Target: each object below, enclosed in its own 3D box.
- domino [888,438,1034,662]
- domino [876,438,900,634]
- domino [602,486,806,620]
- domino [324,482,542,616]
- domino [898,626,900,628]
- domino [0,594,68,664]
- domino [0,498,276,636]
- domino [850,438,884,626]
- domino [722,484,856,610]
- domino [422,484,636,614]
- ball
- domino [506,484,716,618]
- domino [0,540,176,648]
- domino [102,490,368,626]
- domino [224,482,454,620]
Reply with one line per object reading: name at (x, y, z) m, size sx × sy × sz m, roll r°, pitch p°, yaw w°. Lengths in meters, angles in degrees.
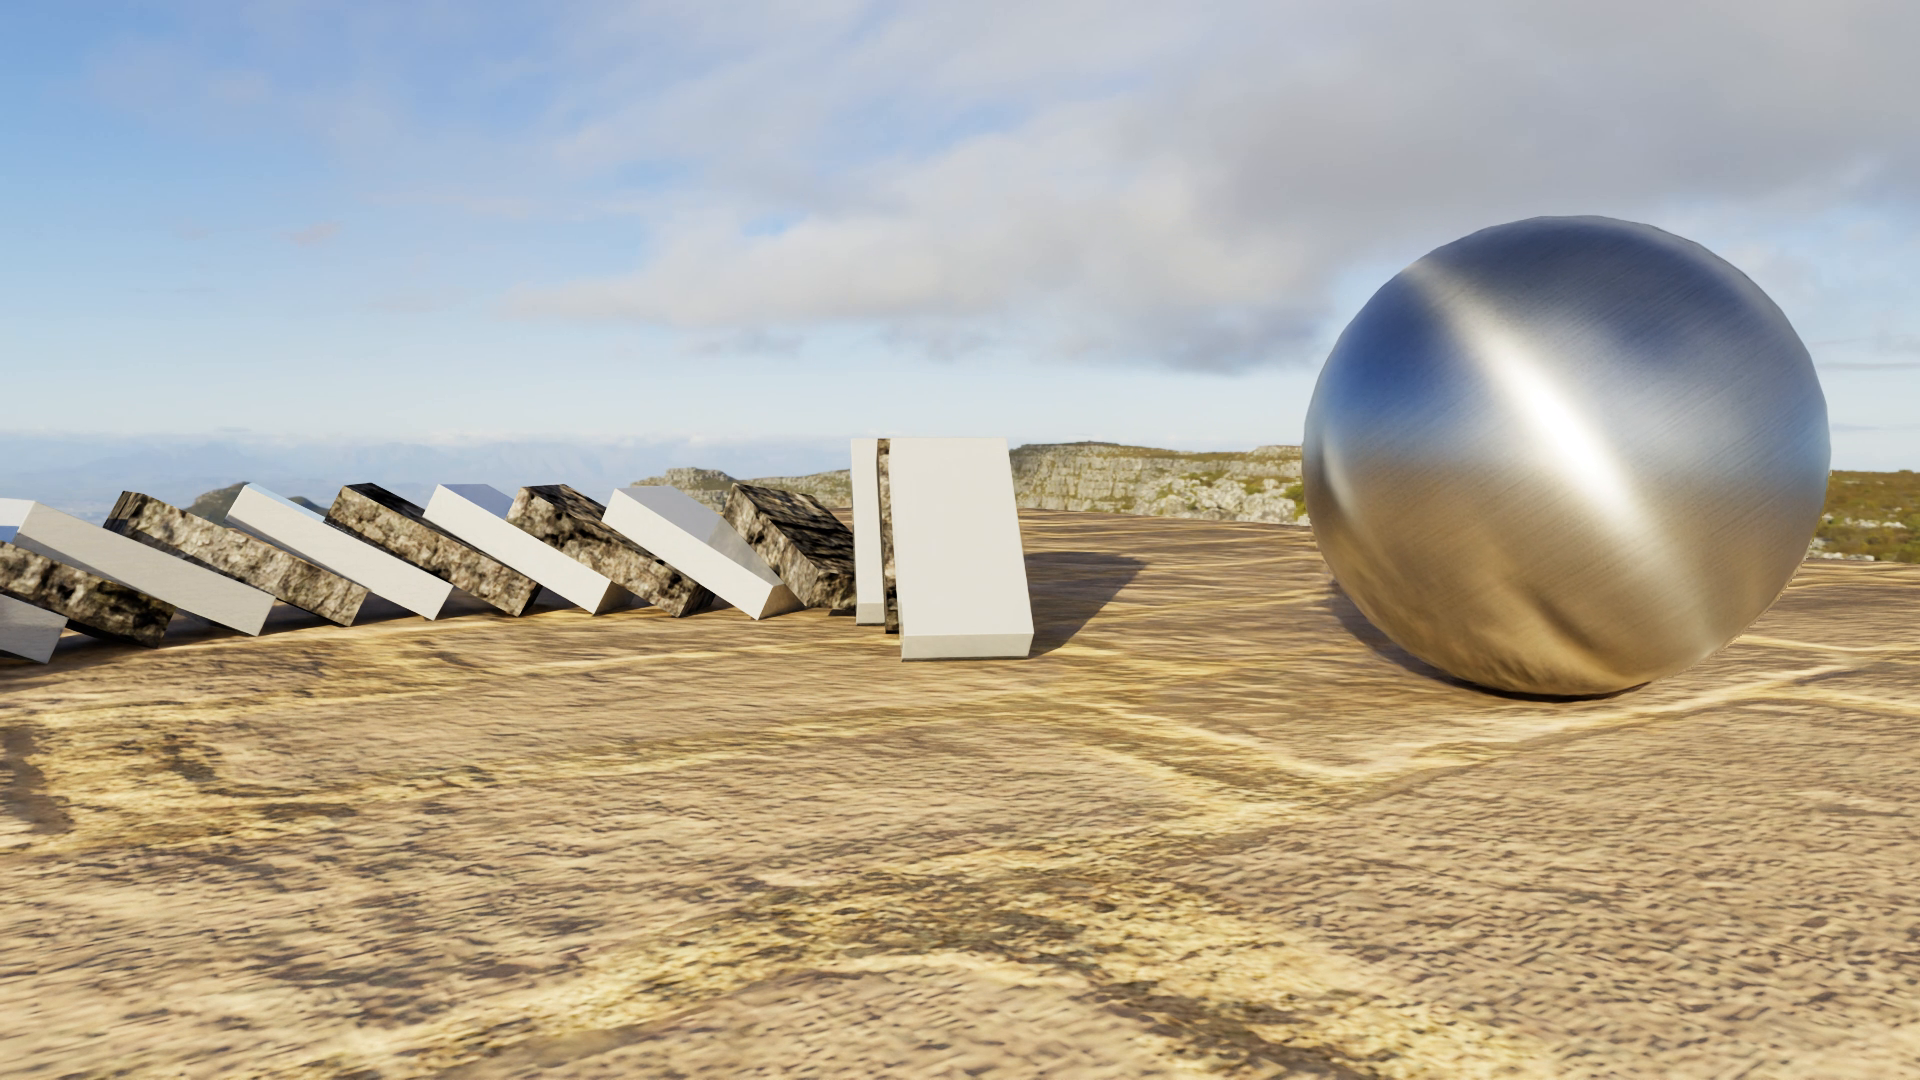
domino at (-0.001, 0.001, 0.264) m, size 0.025 × 0.050 × 0.010 m, roll -1°, pitch -37°, yaw -7°
domino at (-0.006, -0.002, 0.301) m, size 0.025 × 0.050 × 0.010 m, roll -1°, pitch -37°, yaw -7°
domino at (-0.063, 0.002, 0.327) m, size 0.050 × 0.010 × 0.025 m, roll 30°, pitch 14°, yaw 16°
domino at (-0.130, 0.002, 0.323) m, size 0.050 × 0.010 × 0.025 m, roll 29°, pitch -1°, yaw -11°
domino at (-0.002, -0.001, 0.289) m, size 0.025 × 0.050 × 0.009 m, roll 0°, pitch -37°, yaw -7°
domino at (-0.197, 0.009, 0.235) m, size 0.025 × 0.010 × 0.050 m, roll 2°, pitch -22°, yaw 27°
domino at (-0.178, 0.006, 0.275) m, size 0.025 × 0.009 × 0.050 m, roll 4°, pitch -22°, yaw 39°
domino at (-0.013, -0.003, 0.313) m, size 0.025 × 0.050 × 0.010 m, roll 0°, pitch -37°, yaw -7°
domino at (-0.039, 0.002, 0.330) m, size 0.025 × 0.009 × 0.050 m, roll 8°, pitch 22°, yaw -40°
domino at (-0.109, 0.002, 0.330) m, size 0.050 × 0.010 × 0.025 m, roll 29°, pitch 5°, yaw 4°
ball at (0.099, -0.014, 0.217) m, size 0.080 × 0.080 × 0.080 m, roll 0°, pitch 4°, yaw 0°
domino at (-0.087, 0.002, 0.327) m, size 0.050 × 0.009 × 0.025 m, roll 29°, pitch 7°, yaw 4°
domino at (-0.188, 0.008, 0.255) m, size 0.025 × 0.010 × 0.050 m, roll 3°, pitch -22°, yaw 32°
domino at (-0.165, 0.005, 0.293) m, size 0.025 × 0.010 × 0.050 m, roll 5°, pitch -22°, yaw 48°
domino at (-0.150, 0.003, 0.311) m, size 0.050 × 0.010 × 0.025 m, roll 31°, pitch -9°, yaw -24°
